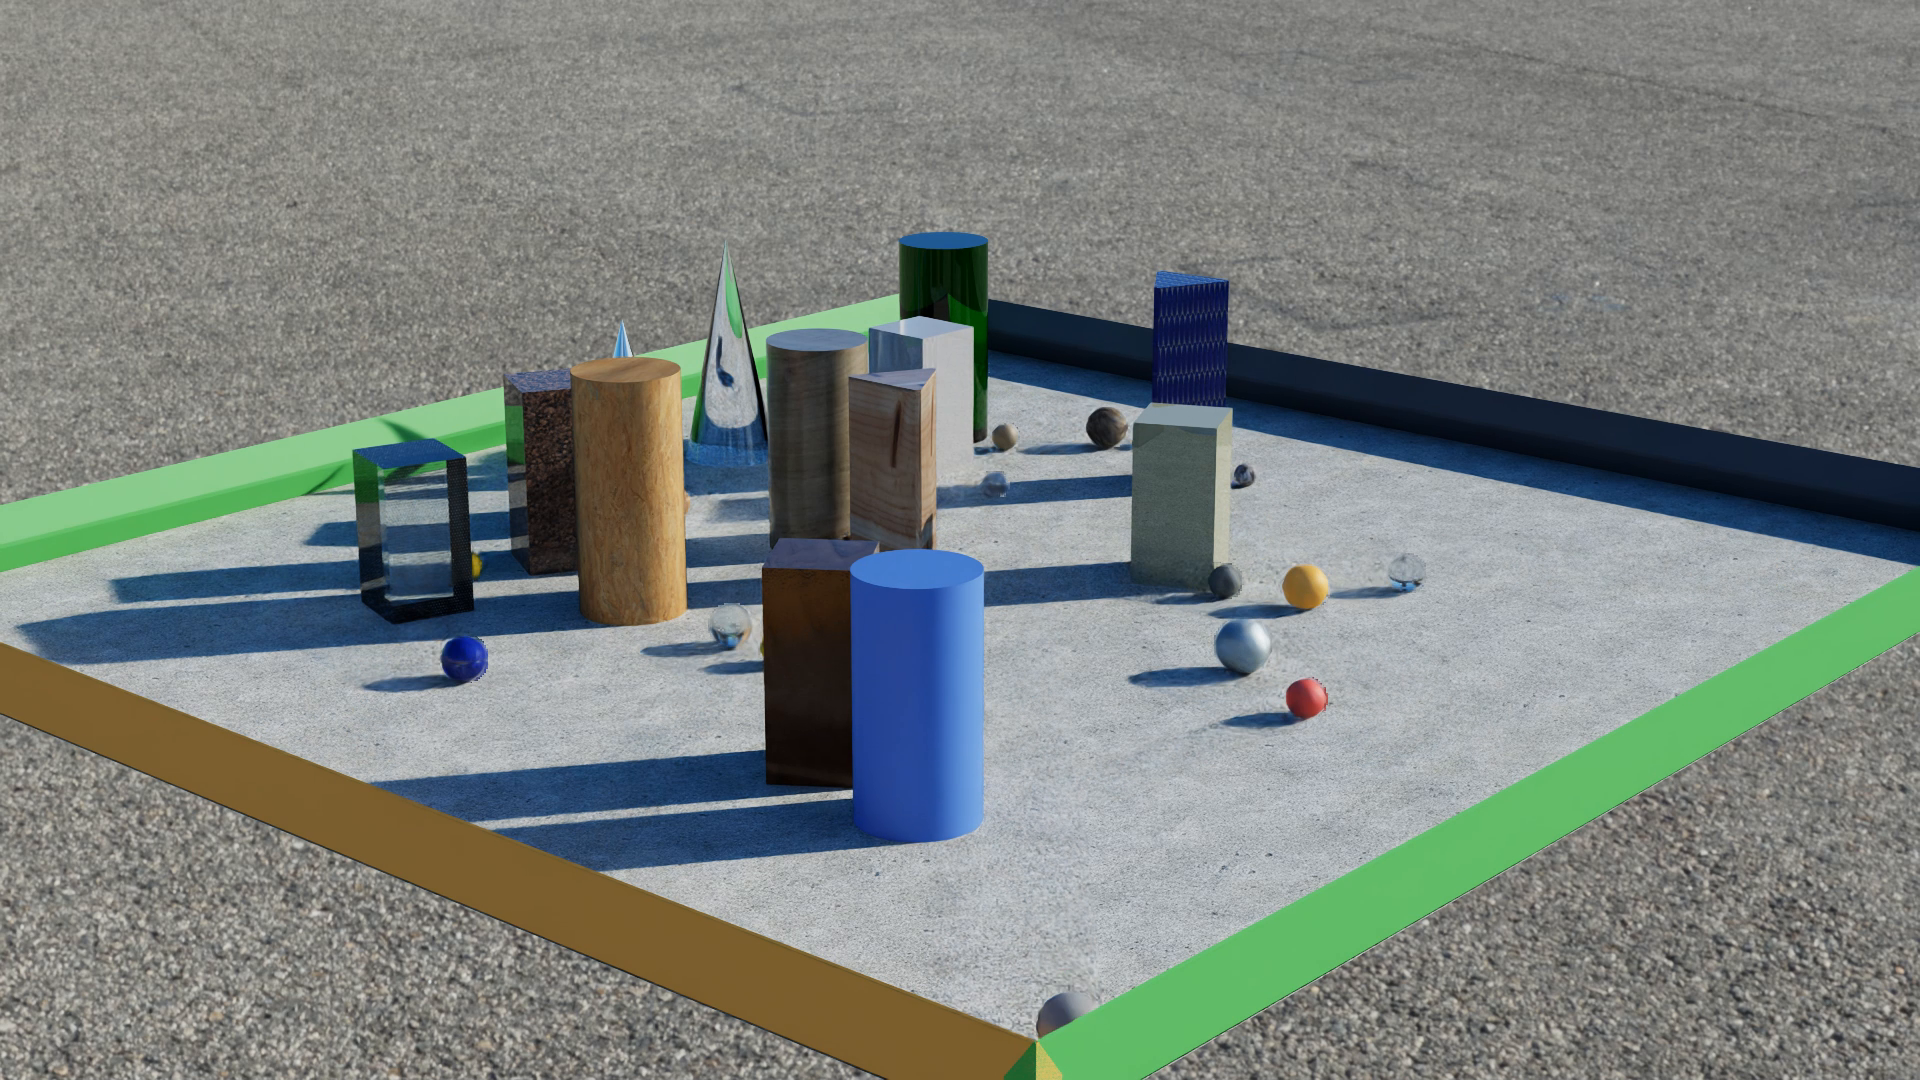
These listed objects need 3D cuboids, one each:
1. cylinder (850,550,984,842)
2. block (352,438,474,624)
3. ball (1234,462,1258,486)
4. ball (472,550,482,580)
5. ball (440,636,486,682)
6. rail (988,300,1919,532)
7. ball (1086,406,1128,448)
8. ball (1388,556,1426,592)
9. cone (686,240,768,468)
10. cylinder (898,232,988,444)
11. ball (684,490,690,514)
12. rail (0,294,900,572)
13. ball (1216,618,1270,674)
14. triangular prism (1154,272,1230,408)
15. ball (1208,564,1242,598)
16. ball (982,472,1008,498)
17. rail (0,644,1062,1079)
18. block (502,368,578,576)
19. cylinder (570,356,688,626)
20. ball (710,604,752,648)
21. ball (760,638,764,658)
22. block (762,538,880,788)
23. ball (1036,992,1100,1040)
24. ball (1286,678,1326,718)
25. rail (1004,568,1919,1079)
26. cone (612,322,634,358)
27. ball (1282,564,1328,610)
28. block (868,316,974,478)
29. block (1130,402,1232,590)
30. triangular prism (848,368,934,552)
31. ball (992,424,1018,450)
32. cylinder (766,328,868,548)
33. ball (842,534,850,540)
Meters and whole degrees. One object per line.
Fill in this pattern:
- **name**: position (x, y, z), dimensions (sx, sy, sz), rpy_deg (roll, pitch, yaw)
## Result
- **cylinder**: position (-0.059, 0.215, 4.084), dimensions (0.185, 0.368, 0.185), rpy_deg (0, 17, 0)
- **block**: position (-0.935, -0.017, 5.015), dimensions (0.148, 0.273, 0.148), rpy_deg (-10, 20, -30)
- **ball**: position (0.564, -0.130, 5.780), dimensions (0.046, 0.046, 0.046), rpy_deg (0, 17, 0)
- **ball**: position (-0.873, 0.045, 5.180), dimensions (0.058, 0.058, 0.058), rpy_deg (0, 17, 0)
- **ball**: position (-0.792, 0.189, 4.680), dimensions (0.073, 0.073, 0.073), rpy_deg (0, 17, 0)
- **rail**: position (0.934, -0.281, 6.150), dimensions (2.734, 0.120, 0.045), rpy_deg (14, 22, 39)
- **ball**: position (0.304, -0.233, 6.055), dimensions (0.085, 0.085, 0.085), rpy_deg (0, 17, 0)
- **ball**: position (0.781, 0.059, 5.127), dimensions (0.064, 0.064, 0.064), rpy_deg (0, 17, 0)
- **cone**: position (-0.468, -0.391, 5.936), dimensions (0.185, 0.456, 0.185), rpy_deg (0, 17, 0)
- **cylinder**: position (-0.034, -0.418, 6.096), dimensions (0.185, 0.415, 0.185), rpy_deg (0, 17, 0)
- **ball**: position (-0.544, -0.070, 5.544), dimensions (0.067, 0.067, 0.067), rpy_deg (0, 17, 0)
- **rail**: position (-1.014, -0.225, 5.964), dimensions (0.045, 0.120, 2.895), rpy_deg (14, 22, 39)
- **ball**: position (0.455, 0.171, 4.713), dimensions (0.089, 0.089, 0.089), rpy_deg (0, 17, 0)
- **triangular prism**: position (0.419, -0.313, 5.754), dimensions (0.160, 0.412, 0.138), rpy_deg (-8, 18, -23)
- **ball**: position (0.460, 0.072, 5.096), dimensions (0.057, 0.057, 0.057), rpy_deg (0, 17, 0)
- **ball**: position (0.067, -0.108, 5.702), dimensions (0.049, 0.049, 0.049), rpy_deg (0, 17, 0)
- **rail**: position (-0.934, 0.342, 4.092), dimensions (2.734, 0.120, 0.045), rpy_deg (14, 22, 39)
- **block**: position (-0.723, -0.124, 5.262), dimensions (0.148, 0.335, 0.148), rpy_deg (-6, 18, -20)
- **cylinder**: position (-0.561, -0.084, 4.979), dimensions (0.185, 0.423, 0.185), rpy_deg (0, 17, 0)
- **ball**: position (-0.377, 0.142, 4.841), dimensions (0.070, 0.070, 0.070), rpy_deg (0, 17, 0)
- **ball**: position (-0.294, 0.175, 4.750), dimensions (0.060, 0.060, 0.060), rpy_deg (0, 17, 0)
- **block**: position (-0.200, 0.178, 4.272), dimensions (0.148, 0.330, 0.148), rpy_deg (2, 17, 6)
- **ball**: position (0.129, 0.567, 3.419), dimensions (0.080, 0.080, 0.080), rpy_deg (0, 17, 0)
- **ball**: position (0.533, 0.244, 4.518), dimensions (0.061, 0.061, 0.061), rpy_deg (0, 17, 0)
- **rail**: position (1.014, 0.285, 4.278), dimensions (0.045, 0.120, 2.895), rpy_deg (14, 22, 39)
- **cone**: position (-0.665, -0.282, 5.812), dimensions (0.185, 0.319, 0.185), rpy_deg (0, 17, 0)
- **ball**: position (0.593, 0.080, 5.030), dimensions (0.079, 0.079, 0.079), rpy_deg (0, 17, 0)
- **block**: position (-0.077, -0.285, 5.872), dimensions (0.148, 0.289, 0.148), rpy_deg (15, 22, 40)
- **block**: position (0.391, -0.078, 5.181), dimensions (0.148, 0.294, 0.148), rpy_deg (5, 17, 15)
- **triangular prism**: position (-0.089, -0.112, 5.170), dimensions (0.160, 0.366, 0.138), rpy_deg (13, 21, 37)
- **ball**: position (0.093, -0.213, 6.040), dimensions (0.054, 0.054, 0.054), rpy_deg (0, 17, 0)
- **cylinder**: position (-0.258, -0.177, 5.348), dimensions (0.185, 0.386, 0.185), rpy_deg (0, 17, 0)
- **ball**: position (-0.188, 0.020, 5.250), dimensions (0.065, 0.065, 0.065), rpy_deg (0, 17, 0)
